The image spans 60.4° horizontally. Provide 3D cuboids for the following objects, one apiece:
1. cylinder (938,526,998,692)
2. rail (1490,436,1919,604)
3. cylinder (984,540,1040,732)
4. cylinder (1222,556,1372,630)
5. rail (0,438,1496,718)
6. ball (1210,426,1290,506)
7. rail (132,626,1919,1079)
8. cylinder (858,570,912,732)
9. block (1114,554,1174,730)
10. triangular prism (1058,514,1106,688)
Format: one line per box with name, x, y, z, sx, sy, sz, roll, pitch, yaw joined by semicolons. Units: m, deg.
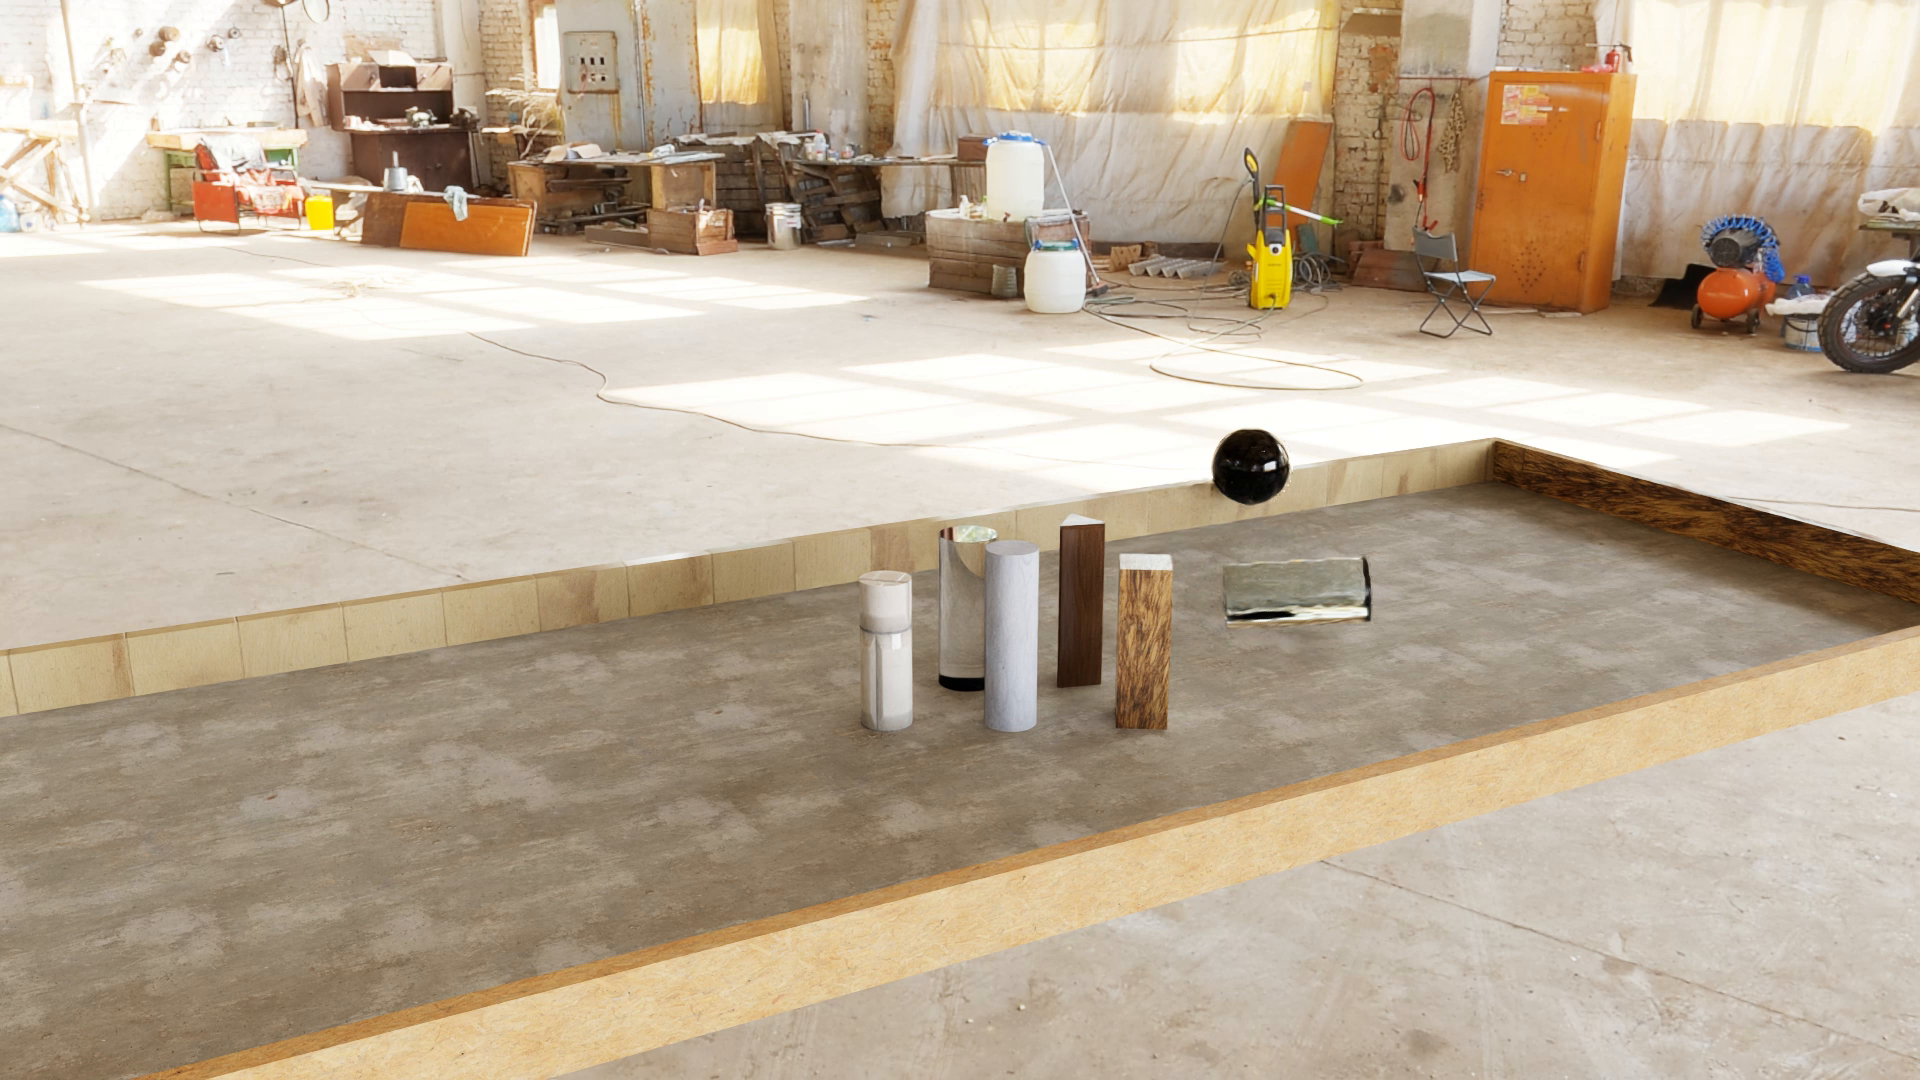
cylinder;0.019;0.170;4.094;0.146;0.385;0.146;0;16;0
rail;2.466;-0.048;5.253;0.050;0.150;2.100;-9;18;-27
cylinder;0.119;0.223;3.836;0.124;0.429;0.124;0;16;0
cylinder;0.912;0.145;4.488;0.381;0.179;0.179;-3;16;6
rail;-3.305;0.497;3.399;12.000;0.150;0.050;-9;18;-27
ball;0.952;-0.242;5.404;0.256;0.256;0.256;0;16;0
rail;-2.336;1.006;1.665;12.000;0.150;0.050;-9;18;-27
cylinder;-0.172;0.259;3.843;0.122;0.356;0.122;0;16;0
block;0.428;0.237;3.855;0.120;0.390;0.120;1;16;4
triangular prism;0.288;0.149;4.103;0.113;0.419;0.098;-4;17;-13
